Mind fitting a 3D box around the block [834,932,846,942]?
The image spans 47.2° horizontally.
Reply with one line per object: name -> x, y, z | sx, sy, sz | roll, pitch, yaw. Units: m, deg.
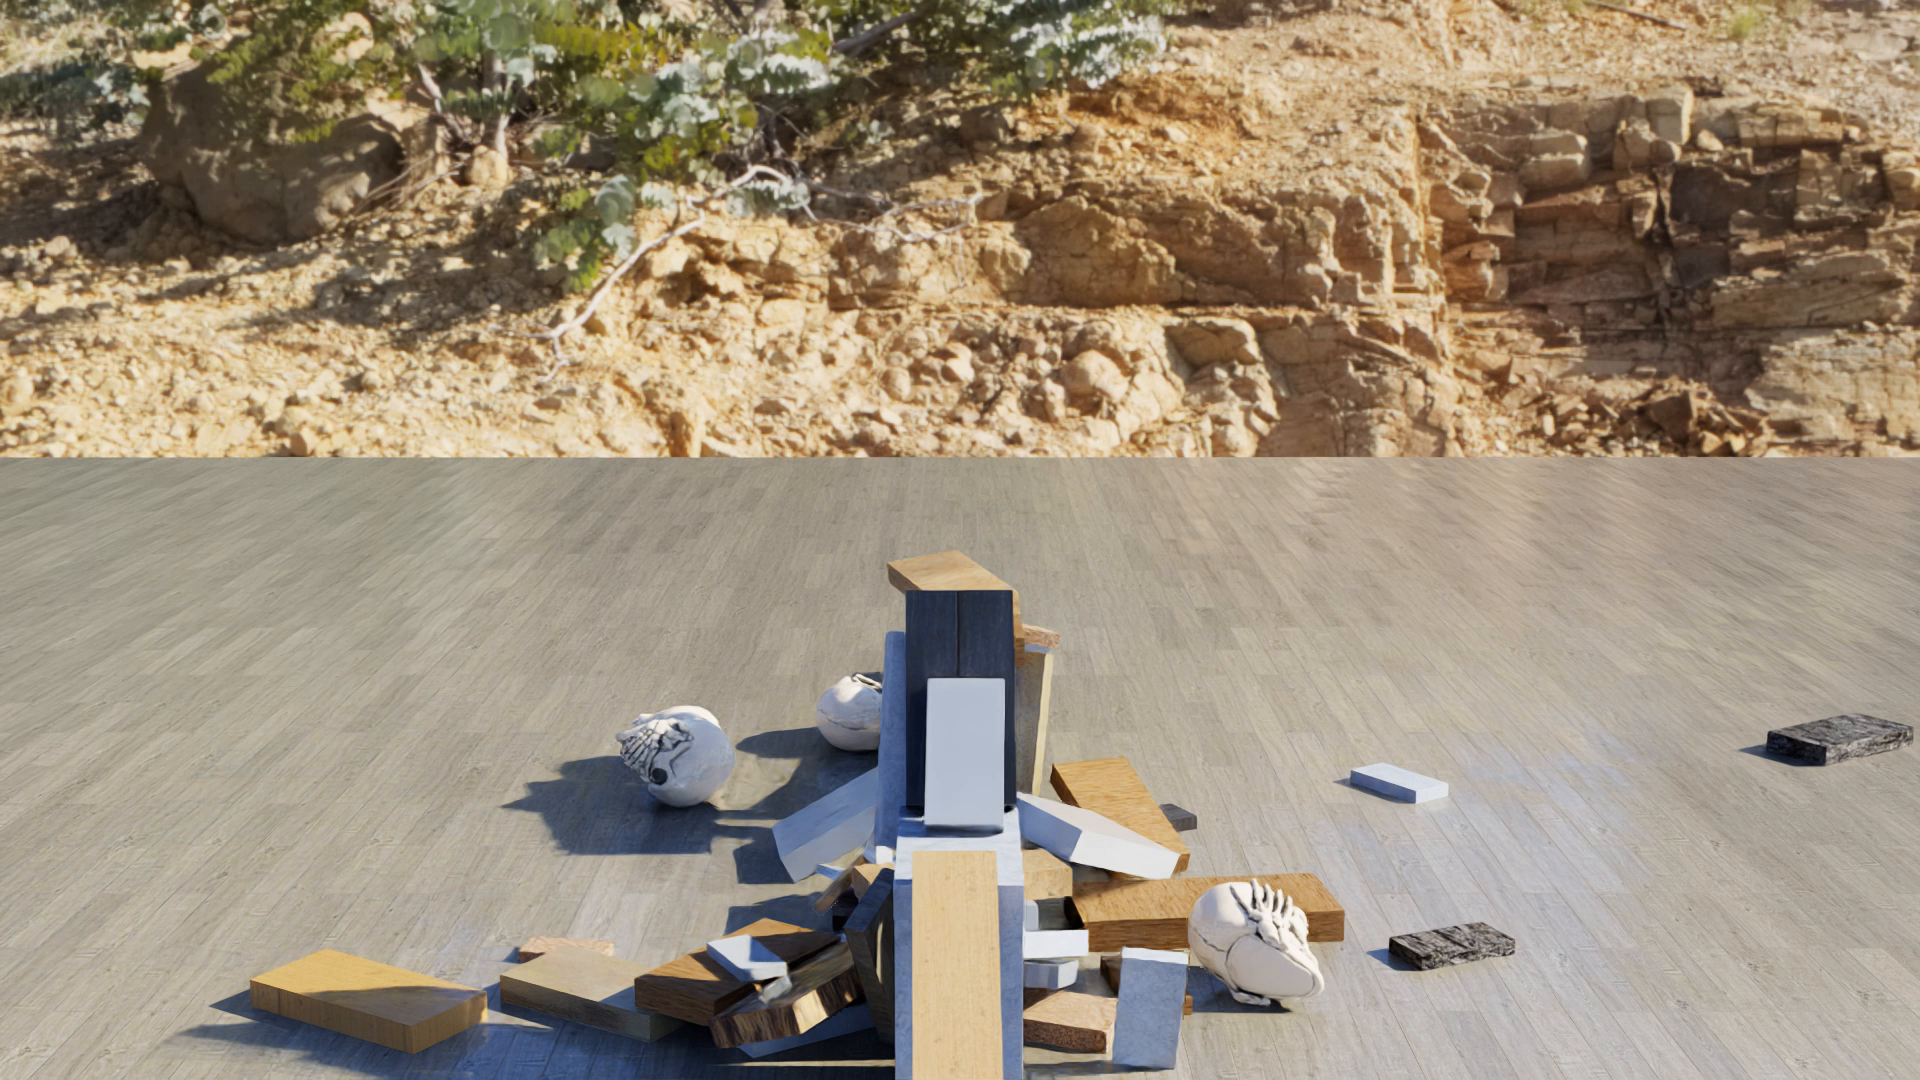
block -> -0.150, 0.625, 3.431 | 0.065, 0.018, 0.130 | 10, 15, 44

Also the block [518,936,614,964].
block -> -0.606, 0.634, 3.383 | 0.130, 0.018, 0.065 | 2, 11, 9

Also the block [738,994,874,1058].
block -> -0.204, 0.666, 3.149 | 0.285, 0.040, 0.143 | -7, 13, -33

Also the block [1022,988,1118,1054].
block -> 0.117, 0.675, 3.123 | 0.230, 0.033, 0.115 | 4, 11, 22

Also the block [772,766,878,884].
block -> -0.150, 0.455, 3.809 | 0.359, 0.051, 0.180 | -29, 14, -3

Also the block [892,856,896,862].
block -> -0.105, 0.546, 3.417 | 0.024, 0.086, 0.195 | 14, -3, -6

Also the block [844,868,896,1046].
block -> -0.094, 0.576, 3.034 | 0.033, 0.230, 0.115 | 8, 40, 28

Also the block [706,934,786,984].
block -> -0.305, 0.596, 3.136 | 0.065, 0.018, 0.130 | -6, 12, -29

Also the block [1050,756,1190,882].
block -> 0.278, 0.485, 3.855 | 0.141, 0.040, 0.283 | -4, 32, -21

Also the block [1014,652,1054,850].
block -> 0.061, 0.369, 3.919 | 0.172, 0.345, 0.049 | 4, -6, 20

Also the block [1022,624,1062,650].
block -> 0.139, 0.194, 4.550 | 0.105, 0.030, 0.211 | 12, 0, -7

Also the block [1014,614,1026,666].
block -> 0.021, 0.160, 3.964 | 0.172, 0.049, 0.345 | 0, 11, -2

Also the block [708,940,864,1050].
block -> -0.196, 0.619, 3.050 | 0.145, 0.041, 0.324 | -17, 1, 30

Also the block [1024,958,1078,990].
block -> 0.100, 0.625, 3.186 | 0.115, 0.033, 0.230 | 2, -8, 10

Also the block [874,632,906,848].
block -> -0.035, 0.277, 3.010 | 0.145, 0.291, 0.041 | 5, -8, -14

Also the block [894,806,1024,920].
block -> -0.002, 0.408, 2.802 | 0.157, 0.045, 0.315 | 0, 11, 0

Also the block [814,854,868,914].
block -> -0.185, 0.537, 3.434 | 0.105, 0.015, 0.053 | -45, 3, -5

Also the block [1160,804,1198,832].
block -> 0.335, 0.515, 4.006 | 0.174, 0.025, 0.087 | -5, 12, -27

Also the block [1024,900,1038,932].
block -> 0.028, 0.529, 3.222 | 0.128, 0.036, 0.256 | -3, 4, -9

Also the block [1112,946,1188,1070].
block -> 0.255, 0.630, 2.958 | 0.086, 0.173, 0.024 | 5, 24, 4

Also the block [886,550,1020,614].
block -> -0.017, 0.086, 4.057 | 0.141, 0.040, 0.371 | -10, 14, -15

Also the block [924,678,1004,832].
block -> 0.007, 0.280, 2.877 | 0.102, 0.203, 0.029 | 0, -27, 1

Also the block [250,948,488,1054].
block -> -0.854, 0.662, 3.170 | 0.325, 0.041, 0.145 | 6, 12, 31

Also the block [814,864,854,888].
block -> -0.182, 0.553, 3.600 | 0.105, 0.015, 0.053 | 13, -3, 41

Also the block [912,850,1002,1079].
block -> -0.003, 0.603, 2.498 | 0.102, 0.535, 0.029 | 0, -34, -1

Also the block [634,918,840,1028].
block -> -0.316, 0.621, 3.169 | 0.145, 0.041, 0.290 | 7, 13, 33

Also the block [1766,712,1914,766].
block -> 1.815, 0.409, 4.532 | 0.283, 0.040, 0.141 | -7, 12, -32

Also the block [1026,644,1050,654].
block -> 0.119, 0.220, 4.567 | 0.105, 0.030, 0.211 | 12, 0, -6

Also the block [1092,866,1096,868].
block -> 0.292, 0.541, 3.865 | 0.174, 0.025, 0.087 | -5, 12, -26

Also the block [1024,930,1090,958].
block -> 0.064, 0.591, 3.217 | 0.128, 0.036, 0.256 | 4, -11, -30

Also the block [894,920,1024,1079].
block -> -0.001, 0.604, 2.732 | 0.158, 0.315, 0.045 | 0, 11, 0

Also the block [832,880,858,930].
block -> -0.161, 0.592, 3.586 | 0.091, 0.026, 0.182 | 0, 11, -2

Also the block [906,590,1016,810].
block -> 0.000, 0.214, 2.955 | 0.145, 0.291, 0.041 | 0, -14, -1

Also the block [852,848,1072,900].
block -> 0.002, 0.494, 3.184 | 0.290, 0.041, 0.145 | -3, 4, -15

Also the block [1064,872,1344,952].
block -> 0.386, 0.593, 3.511 | 0.415, 0.051, 0.180 | -1, 11, -7

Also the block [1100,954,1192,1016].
block -> 0.274, 0.656, 3.243 | 0.091, 0.026, 0.182 | -2, 11, -10

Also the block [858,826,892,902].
block -> -0.134, 0.529, 3.439 | 0.026, 0.091, 0.306 | 18, 10, -6

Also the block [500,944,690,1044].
block -> -0.513, 0.657, 3.197 | 0.285, 0.040, 0.143 | 7, 12, 32

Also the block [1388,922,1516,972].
block -> 0.761, 0.628, 3.400 | 0.173, 0.024, 0.086 | -5, 11, -23

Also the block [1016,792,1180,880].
block -> 0.196, 0.474, 3.537 | 0.180, 0.051, 0.359 | 23, -1, 33

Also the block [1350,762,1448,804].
block -> 0.849, 0.469, 4.252 | 0.087, 0.025, 0.174 | -7, 13, -34
